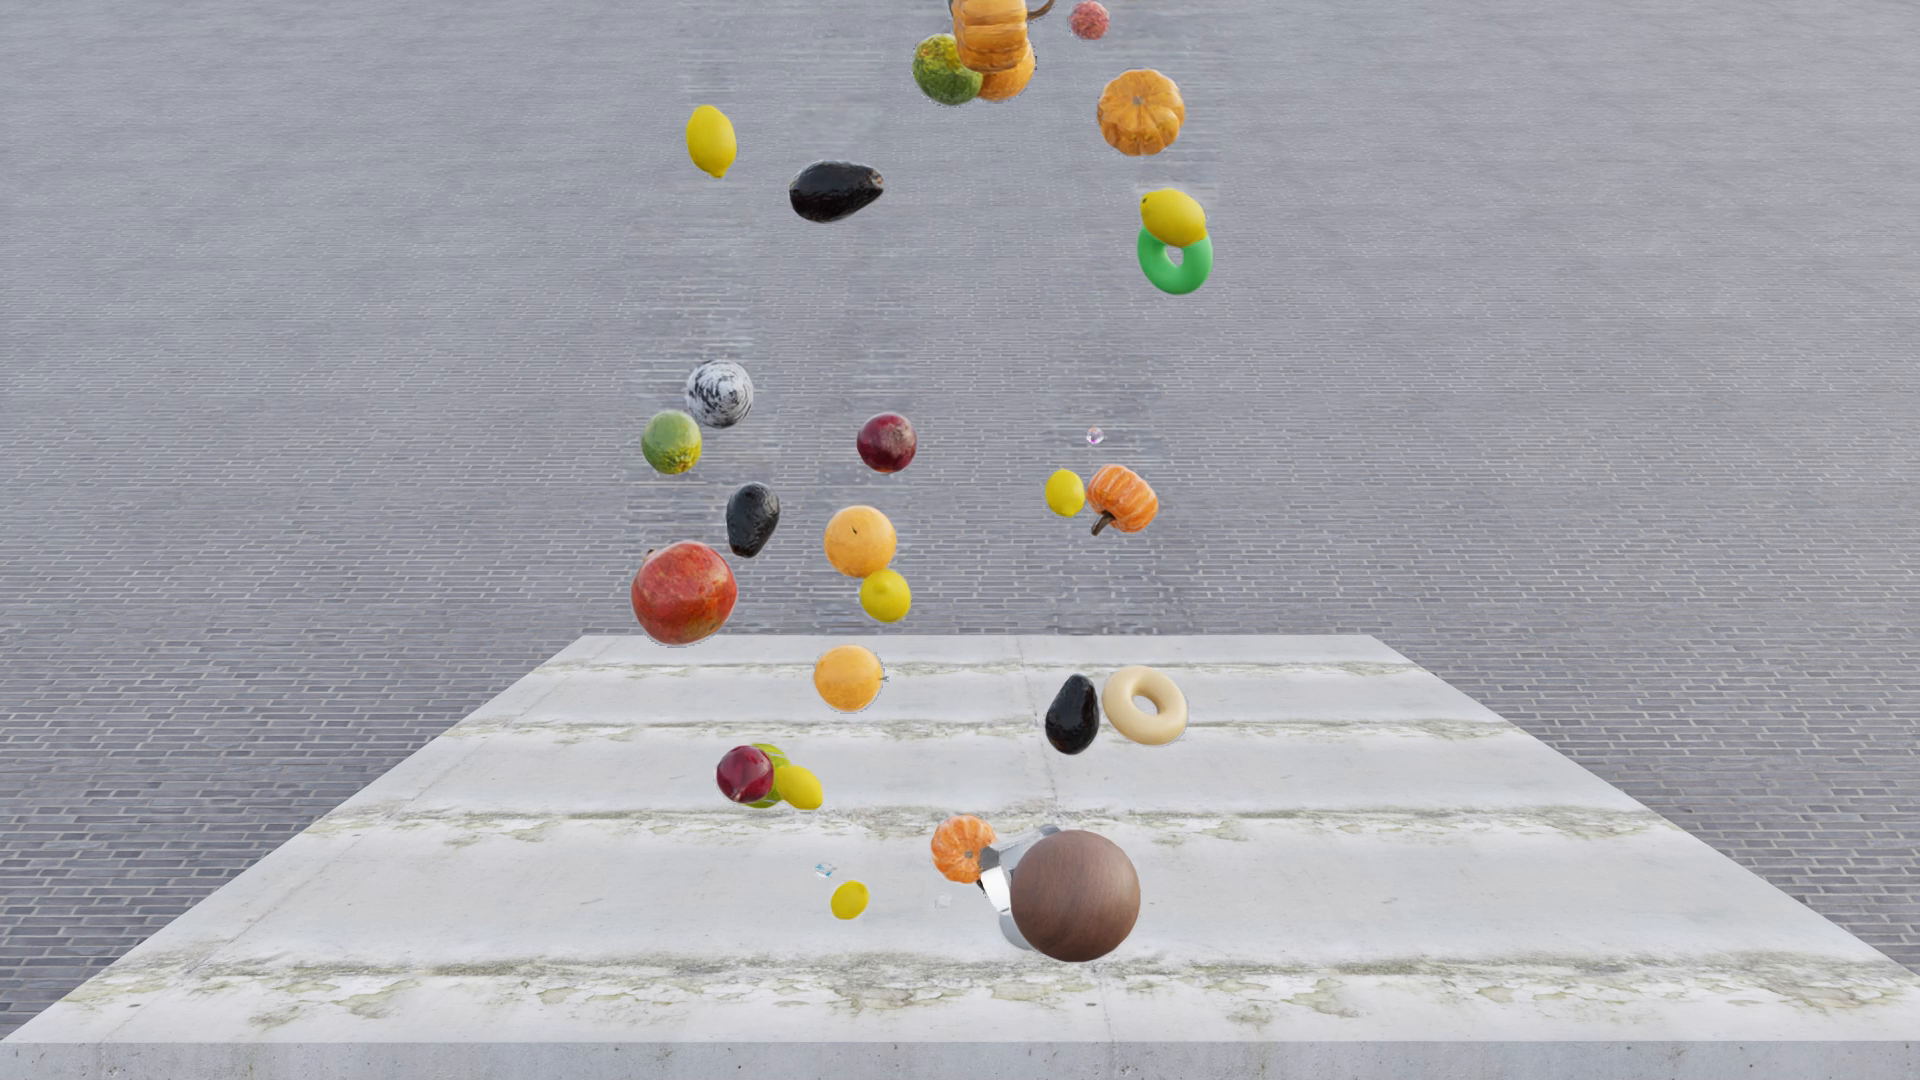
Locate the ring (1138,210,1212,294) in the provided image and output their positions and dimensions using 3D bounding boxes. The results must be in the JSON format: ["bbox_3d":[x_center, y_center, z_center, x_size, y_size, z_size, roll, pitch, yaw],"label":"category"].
[{"bbox_3d":[0.214,-0.287,2.554,0.087,0.087,0.029,17,31,39],"label":"ring"}]

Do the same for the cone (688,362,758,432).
[{"bbox_3d":[-0.253,-0.161,2.801,0.077,0.077,0.077,-6,-3,-15],"label":"cone"}]

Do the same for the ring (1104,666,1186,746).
[{"bbox_3d":[0.207,0.185,2.871,0.101,0.034,0.101,13,48,-15],"label":"ring"}]

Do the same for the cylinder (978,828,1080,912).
[{"bbox_3d":[0.071,0.343,2.674,0.076,0.076,0.076,-8,21,-33],"label":"cylinder"}]

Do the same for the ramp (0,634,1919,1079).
[{"bbox_3d":[0.046,0.419,4.535,2.000,0.100,4.000,0,4,0],"label":"ramp"}]

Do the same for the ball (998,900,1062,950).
[{"bbox_3d":[0.078,0.417,2.833,0.070,0.070,0.070,0,20,0],"label":"ball"}]
